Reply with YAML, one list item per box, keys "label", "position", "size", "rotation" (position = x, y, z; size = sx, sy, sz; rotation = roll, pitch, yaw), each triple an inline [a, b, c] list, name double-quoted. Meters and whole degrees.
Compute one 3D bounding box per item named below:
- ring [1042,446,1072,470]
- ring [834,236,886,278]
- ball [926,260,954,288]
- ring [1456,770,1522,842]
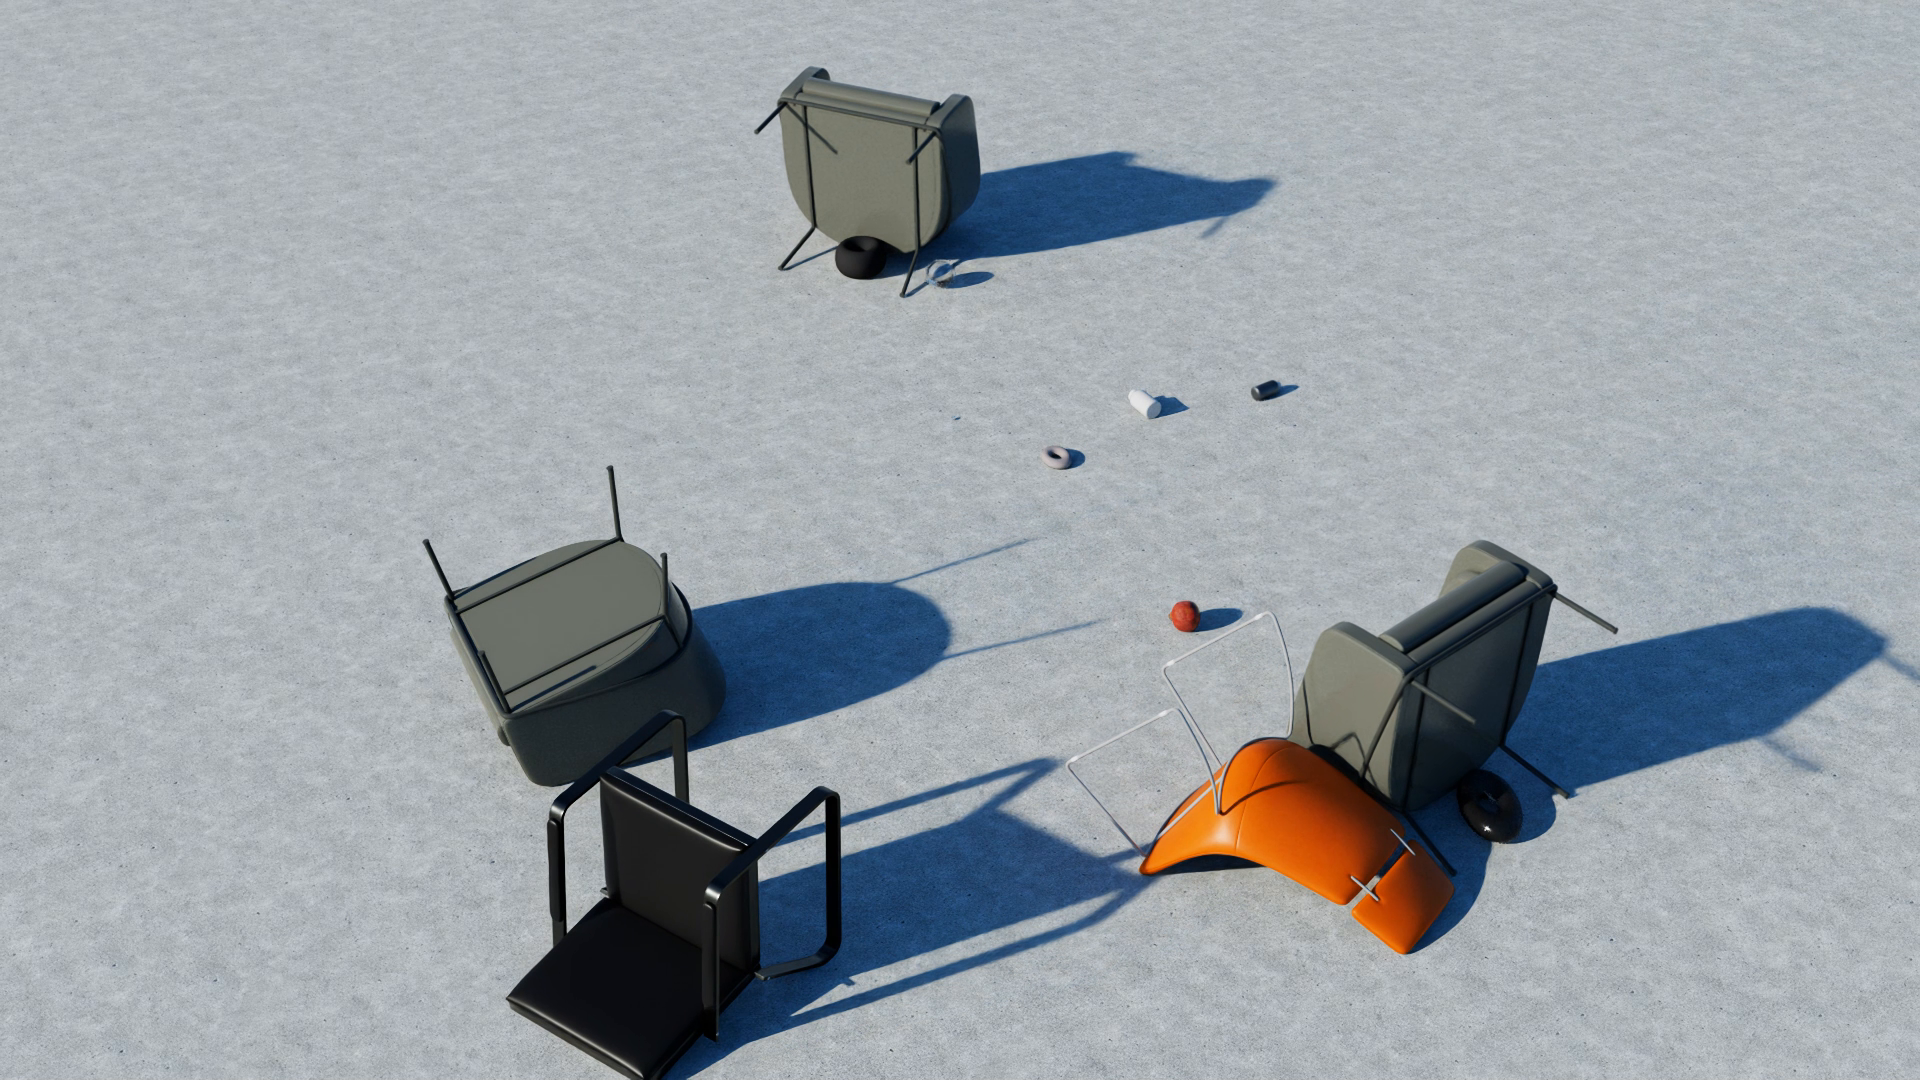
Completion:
- label: "ring"
  position: [0.376, -0.322, 11.400]
  size: [0.116, 0.036, 0.150]
  rotation: [-14, 37, -18]
- label: "ring"
  position: [-0.430, -1.223, 12.688]
  size: [0.223, 0.126, 0.233]
  rotation: [-4, 32, -3]
- label: "ball"
  position: [-0.084, -1.141, 12.571]
  size: [0.115, 0.115, 0.115]
  rotation: [0, 33, 0]
- label: "ring"
  position: [1.726, 0.866, 9.557]
  size: [0.196, 0.082, 0.345]
  rotation: [-6, 34, -6]
